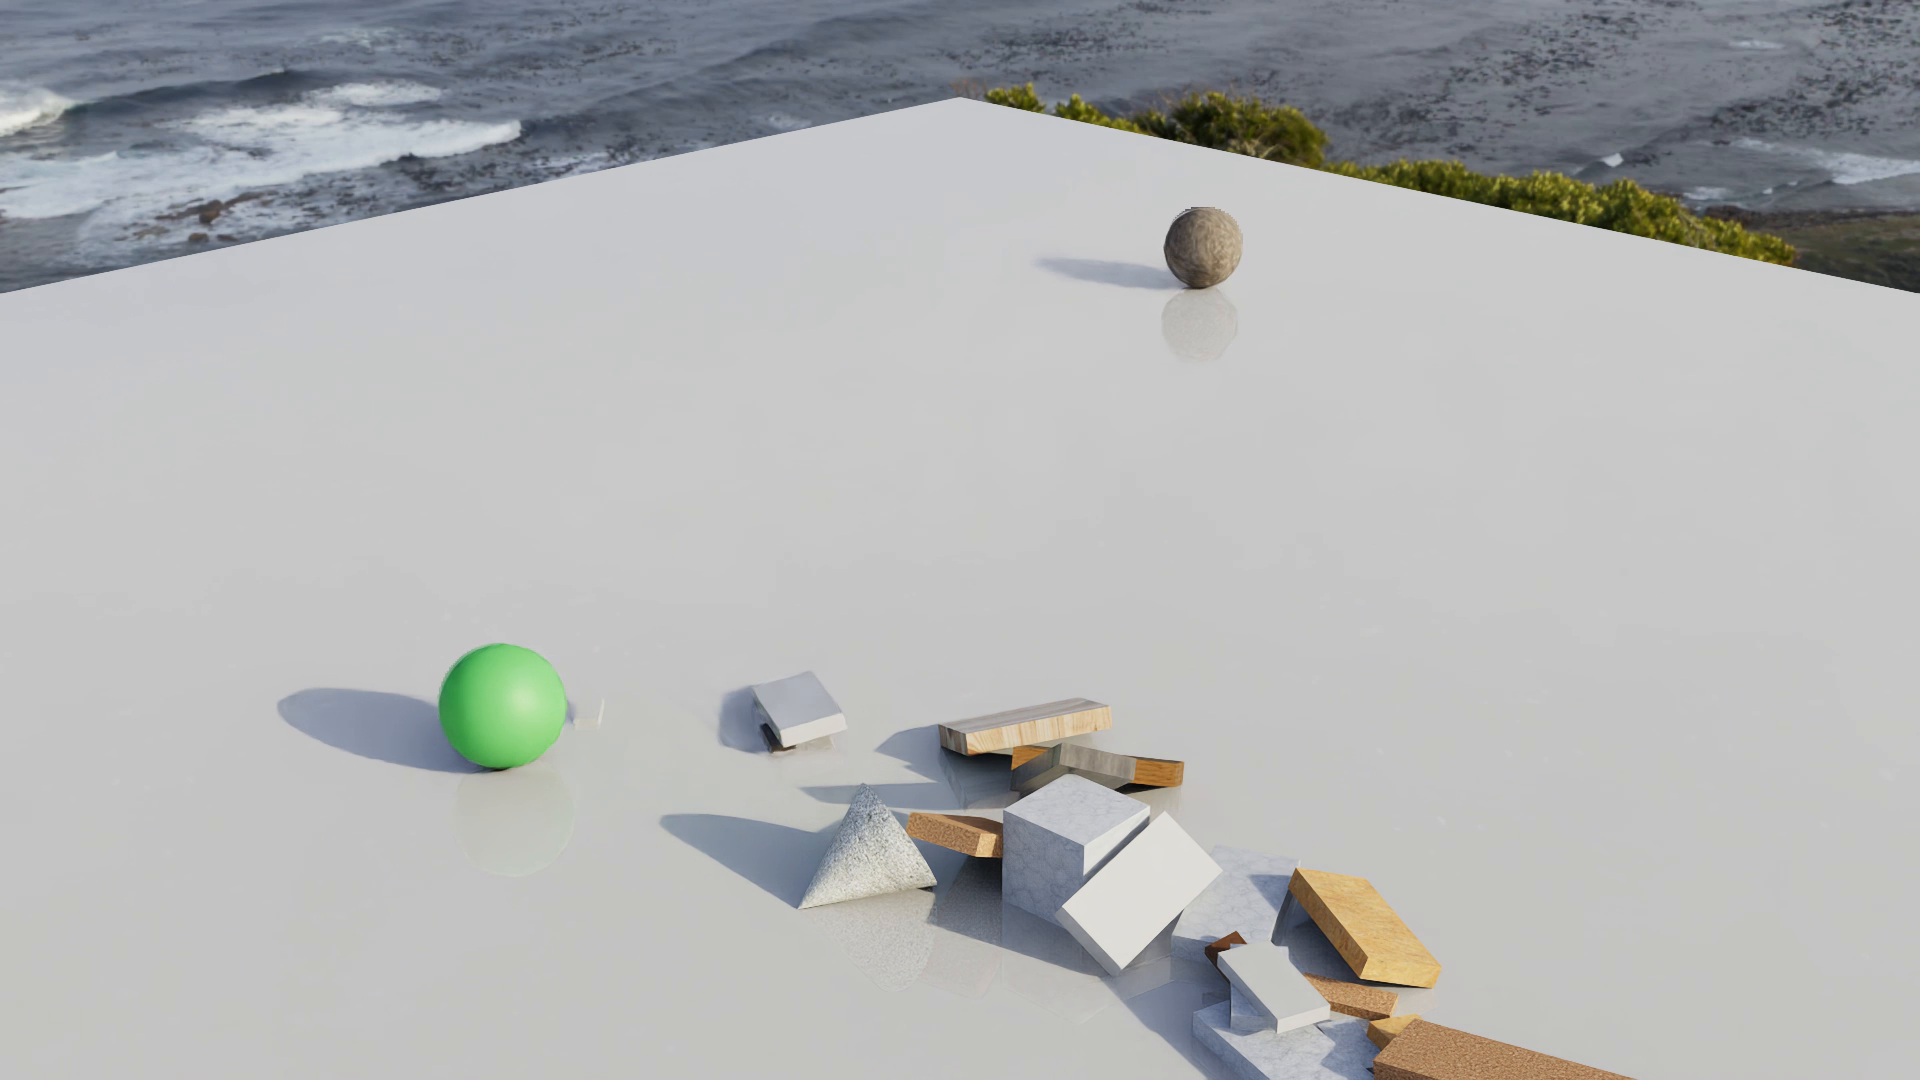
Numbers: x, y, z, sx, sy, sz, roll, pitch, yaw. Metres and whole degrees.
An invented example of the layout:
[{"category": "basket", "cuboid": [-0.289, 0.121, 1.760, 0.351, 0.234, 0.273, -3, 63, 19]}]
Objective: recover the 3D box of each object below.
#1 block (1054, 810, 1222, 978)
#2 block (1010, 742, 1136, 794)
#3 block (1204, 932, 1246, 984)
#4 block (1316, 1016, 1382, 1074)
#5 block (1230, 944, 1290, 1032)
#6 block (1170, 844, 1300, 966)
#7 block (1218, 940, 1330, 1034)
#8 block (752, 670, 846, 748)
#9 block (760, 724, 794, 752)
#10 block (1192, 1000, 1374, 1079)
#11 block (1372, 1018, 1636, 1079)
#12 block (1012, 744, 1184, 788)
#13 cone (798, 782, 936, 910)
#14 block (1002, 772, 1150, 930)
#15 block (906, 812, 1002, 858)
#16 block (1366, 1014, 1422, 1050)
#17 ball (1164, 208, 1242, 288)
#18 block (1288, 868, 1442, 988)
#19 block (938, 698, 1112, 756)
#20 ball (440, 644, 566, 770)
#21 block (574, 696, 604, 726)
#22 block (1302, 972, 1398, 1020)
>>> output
[{"category": "block", "cuboid": [0.327, 0.642, 4.005, 0.153, 0.043, 0.305, 46, 54, 11]}, {"category": "block", "cuboid": [0.220, 0.463, 4.335, 0.153, 0.043, 0.305, 13, -19, -13]}, {"category": "block", "cuboid": [0.499, 0.758, 3.879, 0.068, 0.019, 0.137, -24, 49, -20]}, {"category": "block", "cuboid": [0.664, 0.858, 3.713, 0.068, 0.019, 0.137, -7, 24, -16]}, {"category": "block", "cuboid": [0.516, 0.770, 3.787, 0.101, 0.029, 0.202, 2, 26, 6]}, {"category": "block", "cuboid": [0.516, 0.683, 4.091, 0.167, 0.047, 0.333, 8, 24, 18]}, {"category": "block", "cuboid": [0.532, 0.758, 3.744, 0.101, 0.029, 0.202, -11, 28, -21]}, {"category": "block", "cuboid": [-0.352, 0.365, 4.779, 0.141, 0.040, 0.282, -15, 19, -14]}, {"category": "block", "cuboid": [-0.394, 0.425, 4.741, 0.052, 0.015, 0.104, -7, 24, -16]}, {"category": "block", "cuboid": [0.607, 0.907, 3.567, 0.154, 0.044, 0.570, -13, 26, -27]}, {"category": "block", "cuboid": [0.912, 0.866, 3.457, 0.512, 0.040, 0.141, 8, 25, 39]}, {"category": "block", "cuboid": [0.285, 0.464, 4.519, 0.333, 0.047, 0.166, 5, -3, 12]}, {"category": "cone", "cuboid": [-0.211, 0.625, 4.150, 0.239, 0.239, 0.239, -35, 33, -11]}, {"category": "block", "cuboid": [0.217, 0.587, 4.128, 0.194, 0.194, 0.194, 19, 30, 38]}, {"category": "block", "cuboid": [0.037, 0.565, 4.195, 0.153, 0.043, 0.305, 13, -2, 28]}, {"category": "block", "cuboid": [0.781, 0.863, 3.665, 0.101, 0.029, 0.202, -2, 23, -28]}, {"category": "ball", "cuboid": [0.869, -1.044, 7.863, 0.279, 0.279, 0.279, 0, 23, 0]}, {"category": "block", "cuboid": [0.731, 0.701, 3.993, 0.154, 0.044, 0.308, 11, 18, -21]}, {"category": "block", "cuboid": [0.139, 0.397, 4.700, 0.333, 0.047, 0.166, -9, 6, -20]}, {"category": "ball", "cuboid": [-0.956, 0.348, 4.605, 0.262, 0.262, 0.262, 0, 23, 0]}, {"category": "block", "cuboid": [-0.819, 0.377, 4.854, 0.052, 0.015, 0.104, -1, 23, -2]}, {"category": "block", "cuboid": [0.675, 0.801, 3.848, 0.169, 0.019, 0.068, 10, 25, 22]}]
